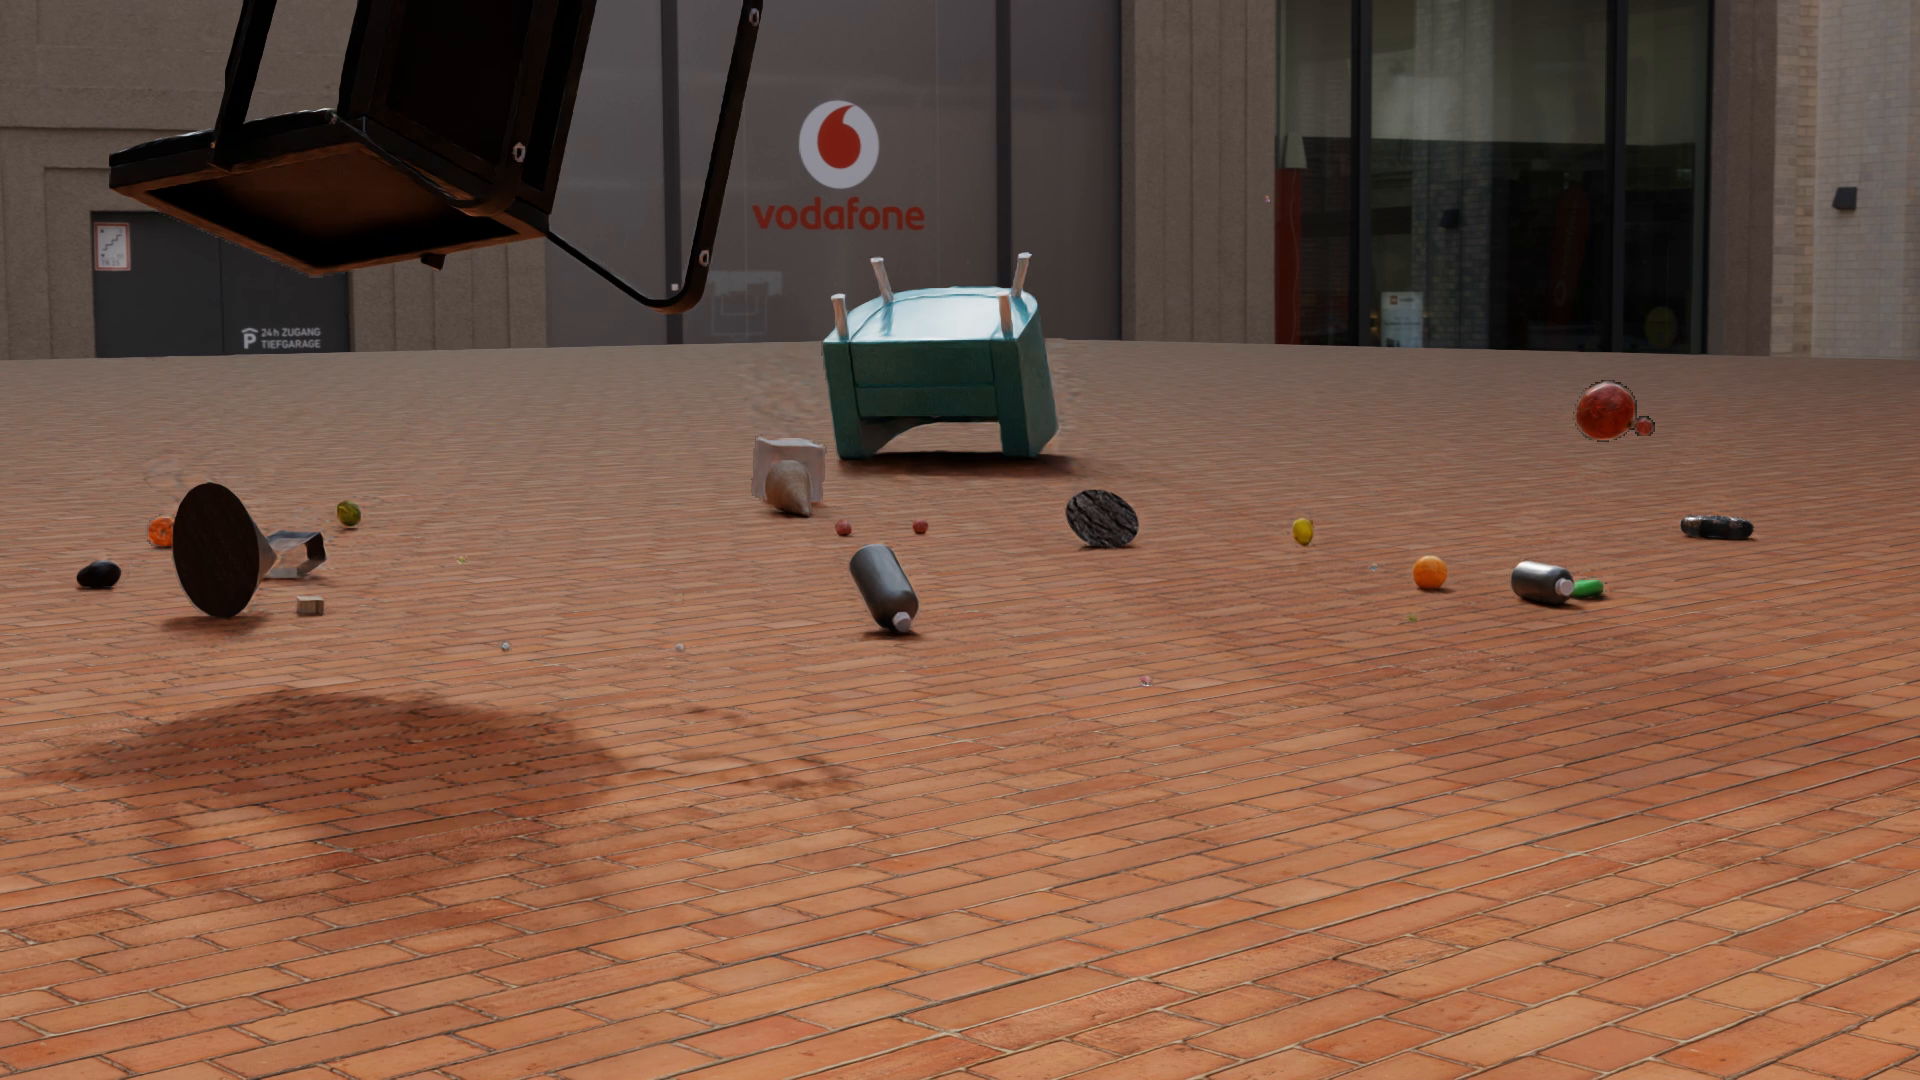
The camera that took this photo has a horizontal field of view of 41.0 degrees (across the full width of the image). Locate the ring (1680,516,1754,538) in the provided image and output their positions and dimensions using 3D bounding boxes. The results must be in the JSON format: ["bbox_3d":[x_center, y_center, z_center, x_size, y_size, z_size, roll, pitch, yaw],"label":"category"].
[{"bbox_3d":[1.913,-0.032,6.486,0.184,0.050,0.110,5,9,33],"label":"ring"}]

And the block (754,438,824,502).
[{"bbox_3d":[-0.502,-0.203,7.510,0.157,0.162,0.184,2,7,-18],"label":"block"}]

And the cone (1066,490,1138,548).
[{"bbox_3d":[0.338,-0.023,6.308,0.178,0.097,0.185,-33,65,-32],"label":"cone"}]

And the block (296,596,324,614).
[{"bbox_3d":[-1.277,0.128,5.041,0.045,0.027,0.076,-2,6,-19],"label":"block"}]

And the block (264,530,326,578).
[{"bbox_3d":[-1.479,0.032,5.650,0.111,0.067,0.110,2,21,20],"label":"block"}]

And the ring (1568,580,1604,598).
[{"bbox_3d":[1.288,0.100,5.282,0.066,0.031,0.126,-4,2,30],"label":"ring"}]

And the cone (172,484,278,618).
[{"bbox_3d":[-1.400,0.027,5.034,0.156,0.226,0.291,9,40,-56],"label":"cone"}]

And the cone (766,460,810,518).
[{"bbox_3d":[-0.445,-0.105,7.073,0.130,0.161,0.201,-15,32,-15],"label":"cone"}]
